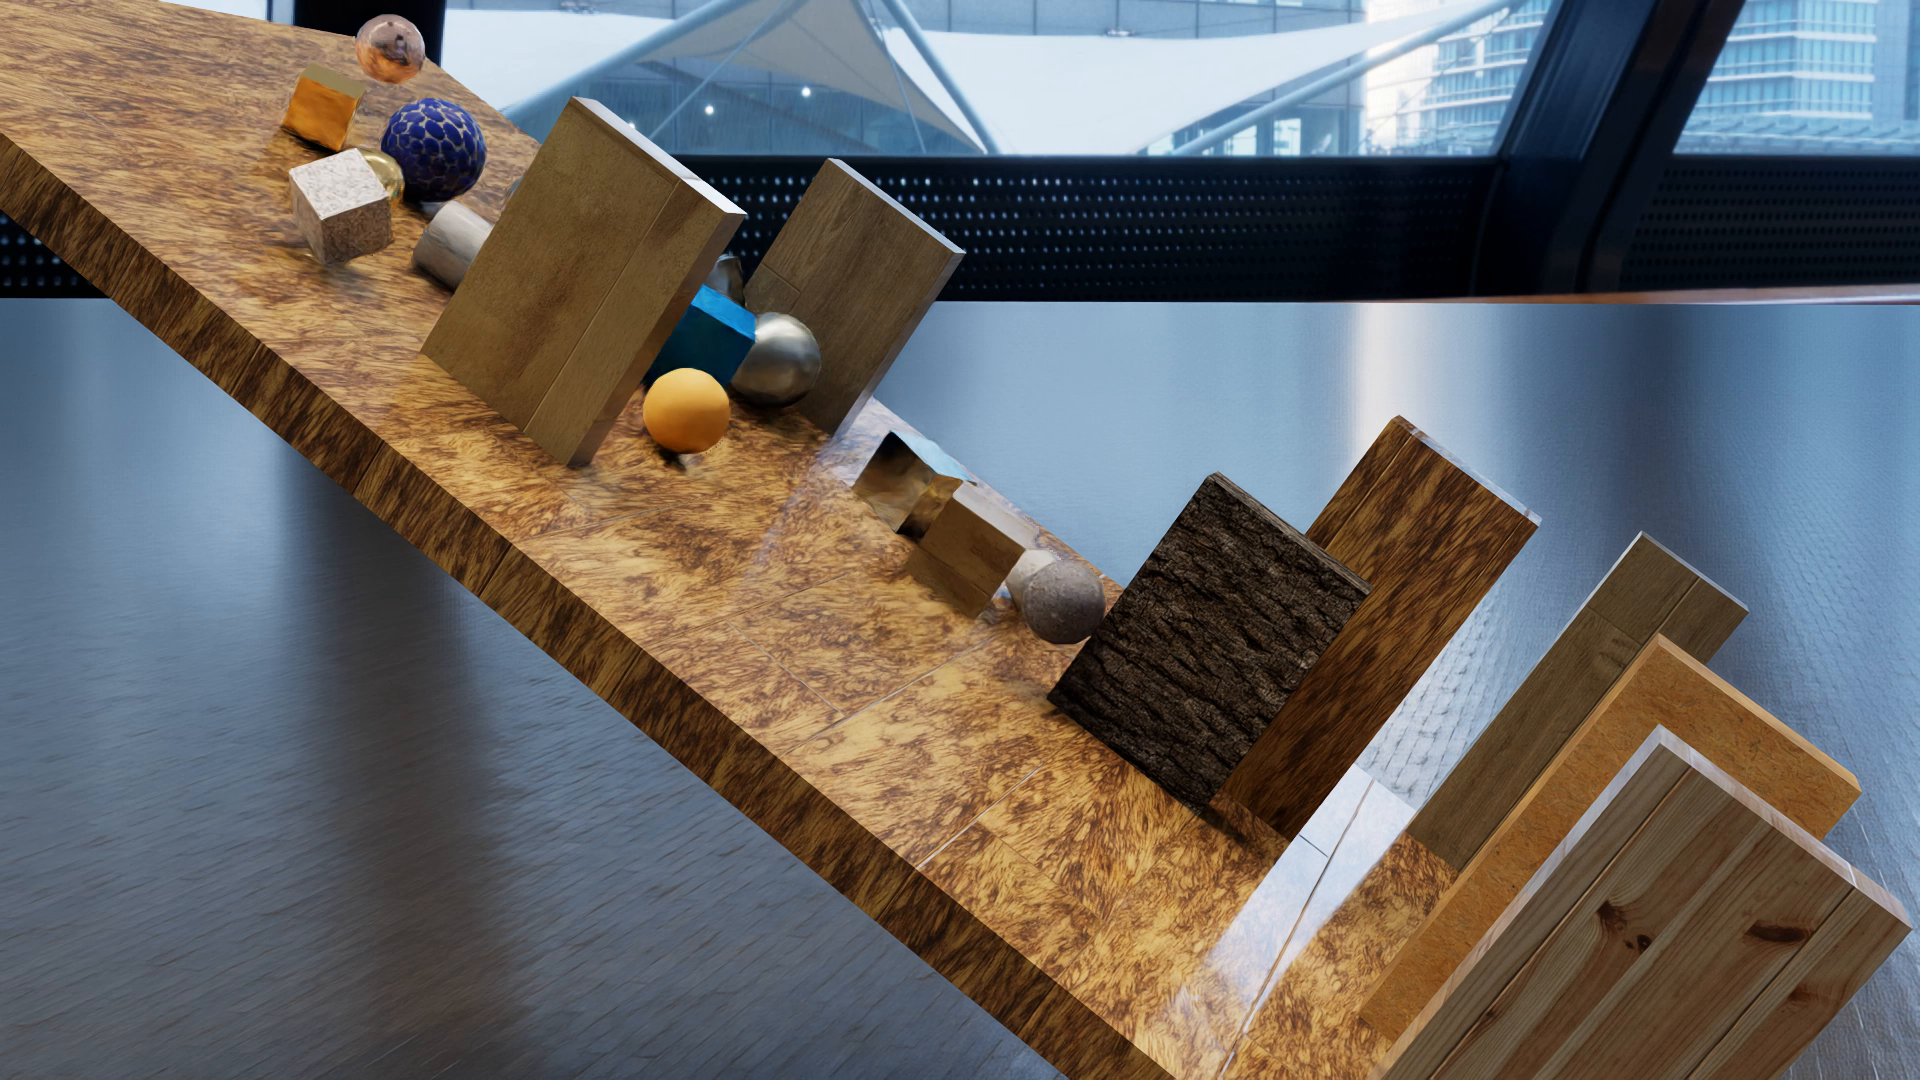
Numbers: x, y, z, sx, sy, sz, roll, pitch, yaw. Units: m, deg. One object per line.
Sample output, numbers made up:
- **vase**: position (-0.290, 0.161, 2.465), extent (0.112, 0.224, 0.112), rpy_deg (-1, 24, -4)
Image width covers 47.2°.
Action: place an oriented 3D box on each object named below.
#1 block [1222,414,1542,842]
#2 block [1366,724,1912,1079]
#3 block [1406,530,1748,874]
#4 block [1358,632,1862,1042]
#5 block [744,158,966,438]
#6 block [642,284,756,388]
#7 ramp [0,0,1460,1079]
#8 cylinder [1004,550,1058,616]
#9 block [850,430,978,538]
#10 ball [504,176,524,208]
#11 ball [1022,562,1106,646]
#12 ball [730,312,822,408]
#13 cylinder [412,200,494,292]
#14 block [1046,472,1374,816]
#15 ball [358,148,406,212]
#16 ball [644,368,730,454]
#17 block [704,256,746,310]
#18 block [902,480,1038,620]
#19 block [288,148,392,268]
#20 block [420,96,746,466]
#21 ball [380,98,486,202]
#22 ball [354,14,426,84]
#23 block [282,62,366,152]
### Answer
- **block**: position (0.723, 0.167, 4.131), extent (0.325, 0.751, 0.139), rpy_deg (38, 16, 10)
- **block**: position (0.869, 0.663, 2.971), extent (0.382, 0.743, 0.130), rpy_deg (38, 16, 10)
- **block**: position (1.277, 0.375, 4.581), extent (0.258, 0.793, 0.092), rpy_deg (38, 16, 10)
- **block**: position (1.021, 0.570, 3.506), extent (0.367, 0.774, 0.122), rpy_deg (38, 16, 10)
- **block**: position (-0.261, -0.508, 4.629), extent (0.339, 0.471, 0.081), rpy_deg (38, 16, 10)
- **block**: position (-0.522, -0.382, 4.256), extent (0.181, 0.181, 0.181), rpy_deg (30, 16, -16)
- **ramp**: position (-0.087, 0.158, 4.080), extent (4.000, 0.100, 2.000), rpy_deg (38, 16, 10)
- **cylinder**: position (0.162, 0.098, 4.361), extent (0.118, 0.118, 0.118), rpy_deg (-2, 28, -16)
- **block**: position (-0.092, -0.108, 4.397), extent (0.147, 0.147, 0.147), rpy_deg (44, 18, 29)
- **ball**: position (-0.876, -0.688, 4.534), extent (0.129, 0.129, 0.129), rpy_deg (0, 7, 0)
- **ball**: position (0.188, 0.115, 3.980), extent (0.151, 0.151, 0.151), rpy_deg (0, 7, 0)
- **ball**: position (-0.380, -0.365, 4.473), extent (0.195, 0.195, 0.195), rpy_deg (0, 7, 0)
- **cylinder**: position (-0.892, -0.516, 3.972), extent (0.138, 0.138, 0.138), rpy_deg (34, 7, -2)
- **block**: position (0.447, 0.186, 3.960), extent (0.347, 0.507, 0.104), rpy_deg (38, 16, 10)
- **ball**: position (-1.077, -0.651, 4.011), extent (0.126, 0.126, 0.126), rpy_deg (0, 7, 0)
- **ball**: position (-0.487, -0.229, 3.923), extent (0.155, 0.155, 0.155), rpy_deg (0, 7, 0)
- **block**: position (-0.534, -0.506, 4.484), extent (0.129, 0.129, 0.129), rpy_deg (8, 20, 37)
- **block**: position (0.020, 0.017, 4.210), extent (0.171, 0.171, 0.171), rpy_deg (35, 15, 1)
- **block**: position (-1.038, -0.557, 3.689), extent (0.122, 0.122, 0.122), rpy_deg (-26, -26, -26)
- **block**: position (-0.616, -0.417, 3.572), extent (0.321, 0.497, 0.087), rpy_deg (38, 16, 10)
- **ball**: position (-1.028, -0.761, 4.295), extent (0.202, 0.202, 0.202), rpy_deg (0, 7, 0)
- **ball**: position (-1.205, -1.038, 4.652), extent (0.145, 0.145, 0.145), rpy_deg (0, 7, 0)
- **block**: position (-1.225, -0.834, 4.238), extent (0.113, 0.113, 0.113), rpy_deg (22, 21, -15)
